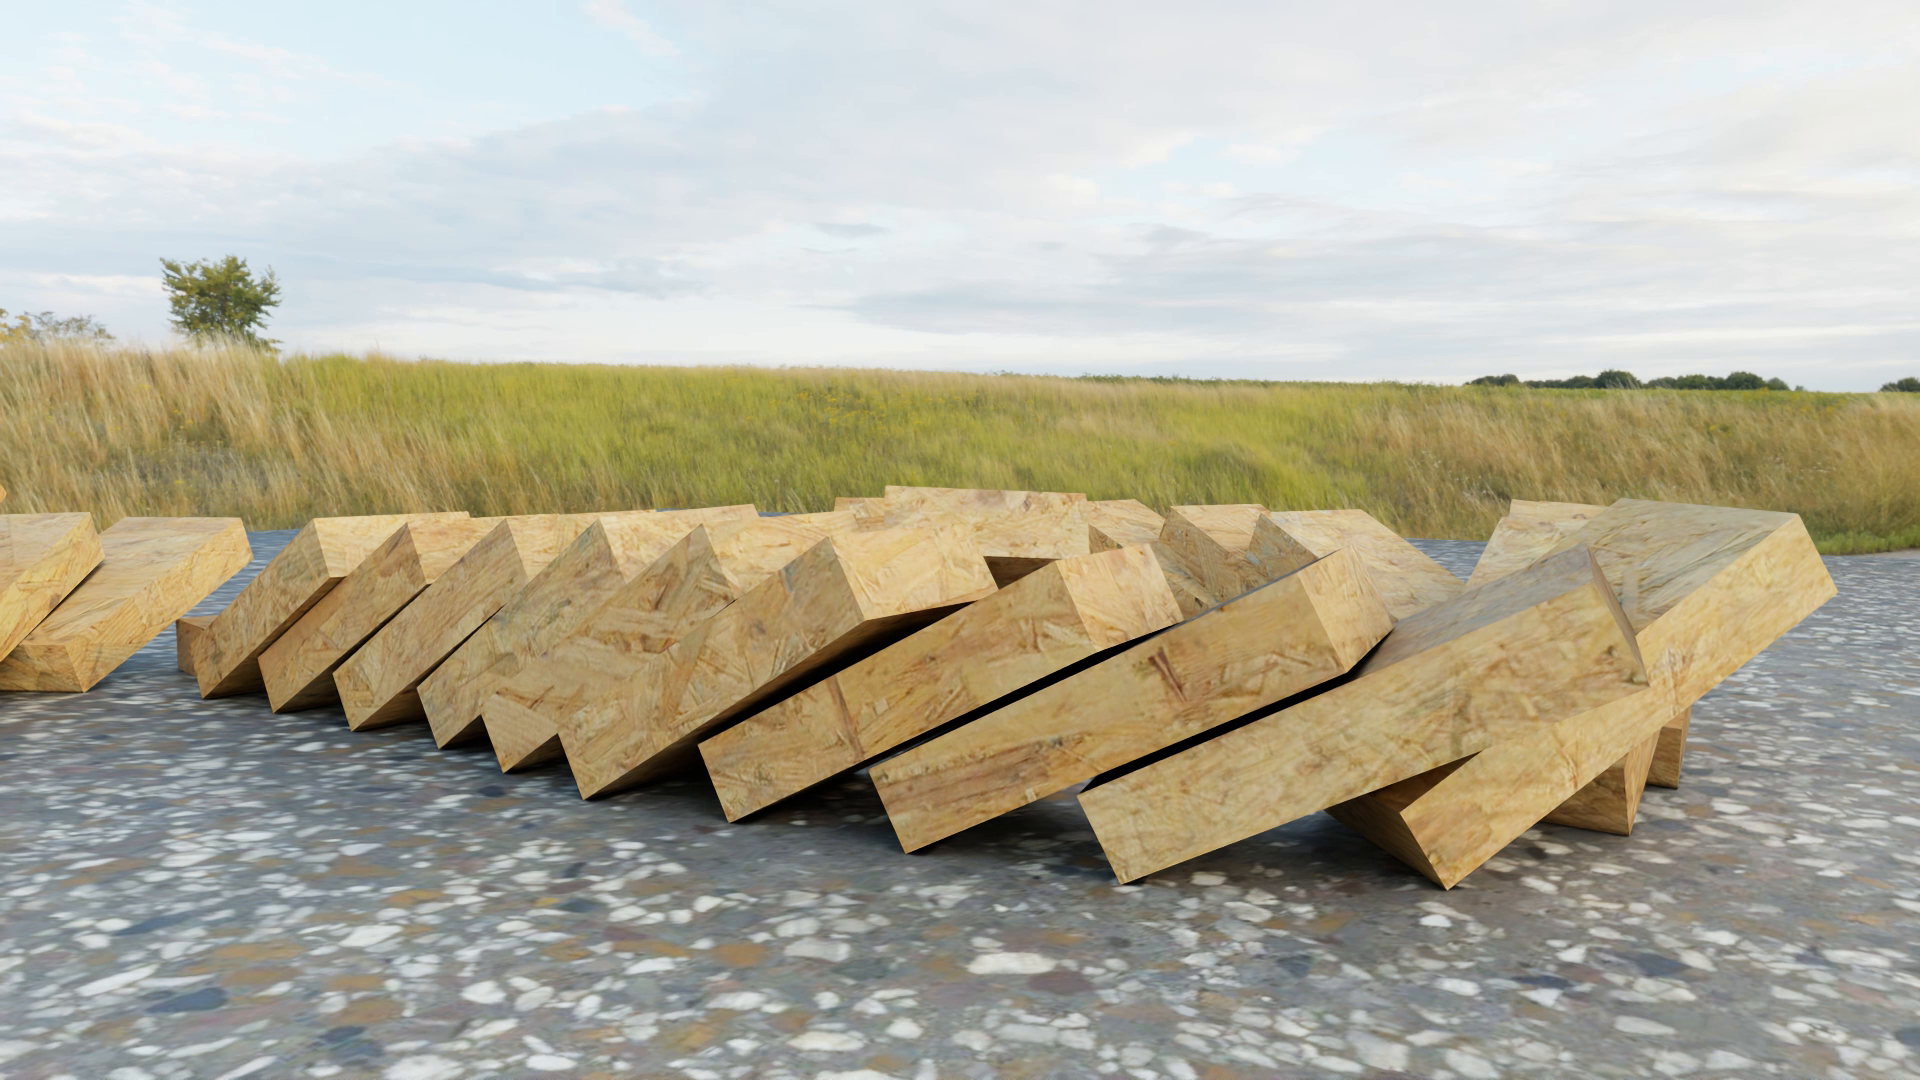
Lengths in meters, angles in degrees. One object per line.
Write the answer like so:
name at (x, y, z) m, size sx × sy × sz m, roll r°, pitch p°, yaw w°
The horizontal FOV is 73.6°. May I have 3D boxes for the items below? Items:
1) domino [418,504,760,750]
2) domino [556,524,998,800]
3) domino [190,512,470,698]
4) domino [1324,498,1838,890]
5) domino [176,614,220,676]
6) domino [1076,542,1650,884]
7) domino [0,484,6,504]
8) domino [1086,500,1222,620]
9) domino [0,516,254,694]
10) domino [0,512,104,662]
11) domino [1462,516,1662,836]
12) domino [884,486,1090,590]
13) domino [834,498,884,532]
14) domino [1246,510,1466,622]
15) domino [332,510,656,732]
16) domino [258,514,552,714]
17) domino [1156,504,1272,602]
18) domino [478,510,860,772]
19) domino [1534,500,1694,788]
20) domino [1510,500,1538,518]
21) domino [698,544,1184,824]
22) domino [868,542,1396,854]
domino at (-0.050, 0.012, 0.176) m, size 0.050 × 0.009 × 0.025 m, roll -35°, pitch -16°, yaw 35°
domino at (-0.022, 0.015, 0.152) m, size 0.050 × 0.009 × 0.025 m, roll -33°, pitch -15°, yaw 32°
domino at (-0.103, 0.011, 0.211) m, size 0.050 × 0.009 × 0.025 m, roll -31°, pitch -15°, yaw 35°
domino at (0.062, 0.014, 0.136) m, size 0.050 × 0.009 × 0.025 m, roll -35°, pitch 11°, yaw -6°
domino at (-0.122, 0.019, 0.252) m, size 0.050 × 0.009 × 0.025 m, roll -4°, pitch 6°, yaw -45°
domino at (0.038, 0.017, 0.125) m, size 0.050 × 0.010 × 0.025 m, roll -28°, pitch -5°, yaw 25°
domino at (-0.173, 0.007, 0.198) m, size 0.025 × 0.009 × 0.050 m, roll -2°, pitch 46°, yaw -5°
domino at (0.044, 0.008, 0.260) m, size 0.025 × 0.010 × 0.050 m, roll -4°, pitch 32°, yaw -44°
domino at (-0.160, 0.011, 0.241) m, size 0.025 × 0.009 × 0.050 m, roll 0°, pitch 26°, yaw 6°
domino at (-0.171, 0.011, 0.217) m, size 0.025 × 0.009 × 0.050 m, roll -2°, pitch 29°, yaw -5°
domino at (0.075, 0.014, 0.161) m, size 0.025 × 0.009 × 0.050 m, roll 3°, pitch 34°, yaw 38°
domino at (0.002, 0.011, 0.178) m, size 0.025 × 0.009 × 0.050 m, roll 2°, pitch -31°, yaw -3°
domino at (-0.003, 0.010, 0.200) m, size 0.025 × 0.010 × 0.050 m, roll 1°, pitch -28°, yaw 8°
domino at (0.076, 0.011, 0.225) m, size 0.025 × 0.009 × 0.050 m, roll -2°, pitch 30°, yaw -28°
domino at (-0.067, 0.012, 0.188) m, size 0.050 × 0.009 × 0.025 m, roll -33°, pitch -15°, yaw 32°
domino at (-0.085, 0.012, 0.200) m, size 0.050 × 0.009 × 0.025 m, roll -31°, pitch -14°, yaw 34°
domino at (0.063, 0.009, 0.245) m, size 0.025 × 0.009 × 0.050 m, roll -2°, pitch 30°, yaw -33°
domino at (-0.036, 0.013, 0.163) m, size 0.050 × 0.009 × 0.025 m, roll -34°, pitch -16°, yaw 33°
domino at (0.090, 0.012, 0.180) m, size 0.025 × 0.010 × 0.050 m, roll 7°, pitch 36°, yaw 33°
domino at (0.098, 0.011, 0.202) m, size 0.025 × 0.010 × 0.050 m, roll 8°, pitch 33°, yaw 24°
domino at (-0.002, 0.016, 0.144) m, size 0.050 × 0.010 × 0.025 m, roll -29°, pitch -10°, yaw 28°
domino at (0.018, 0.016, 0.133) m, size 0.050 × 0.010 × 0.025 m, roll -29°, pitch -8°, yaw 28°
